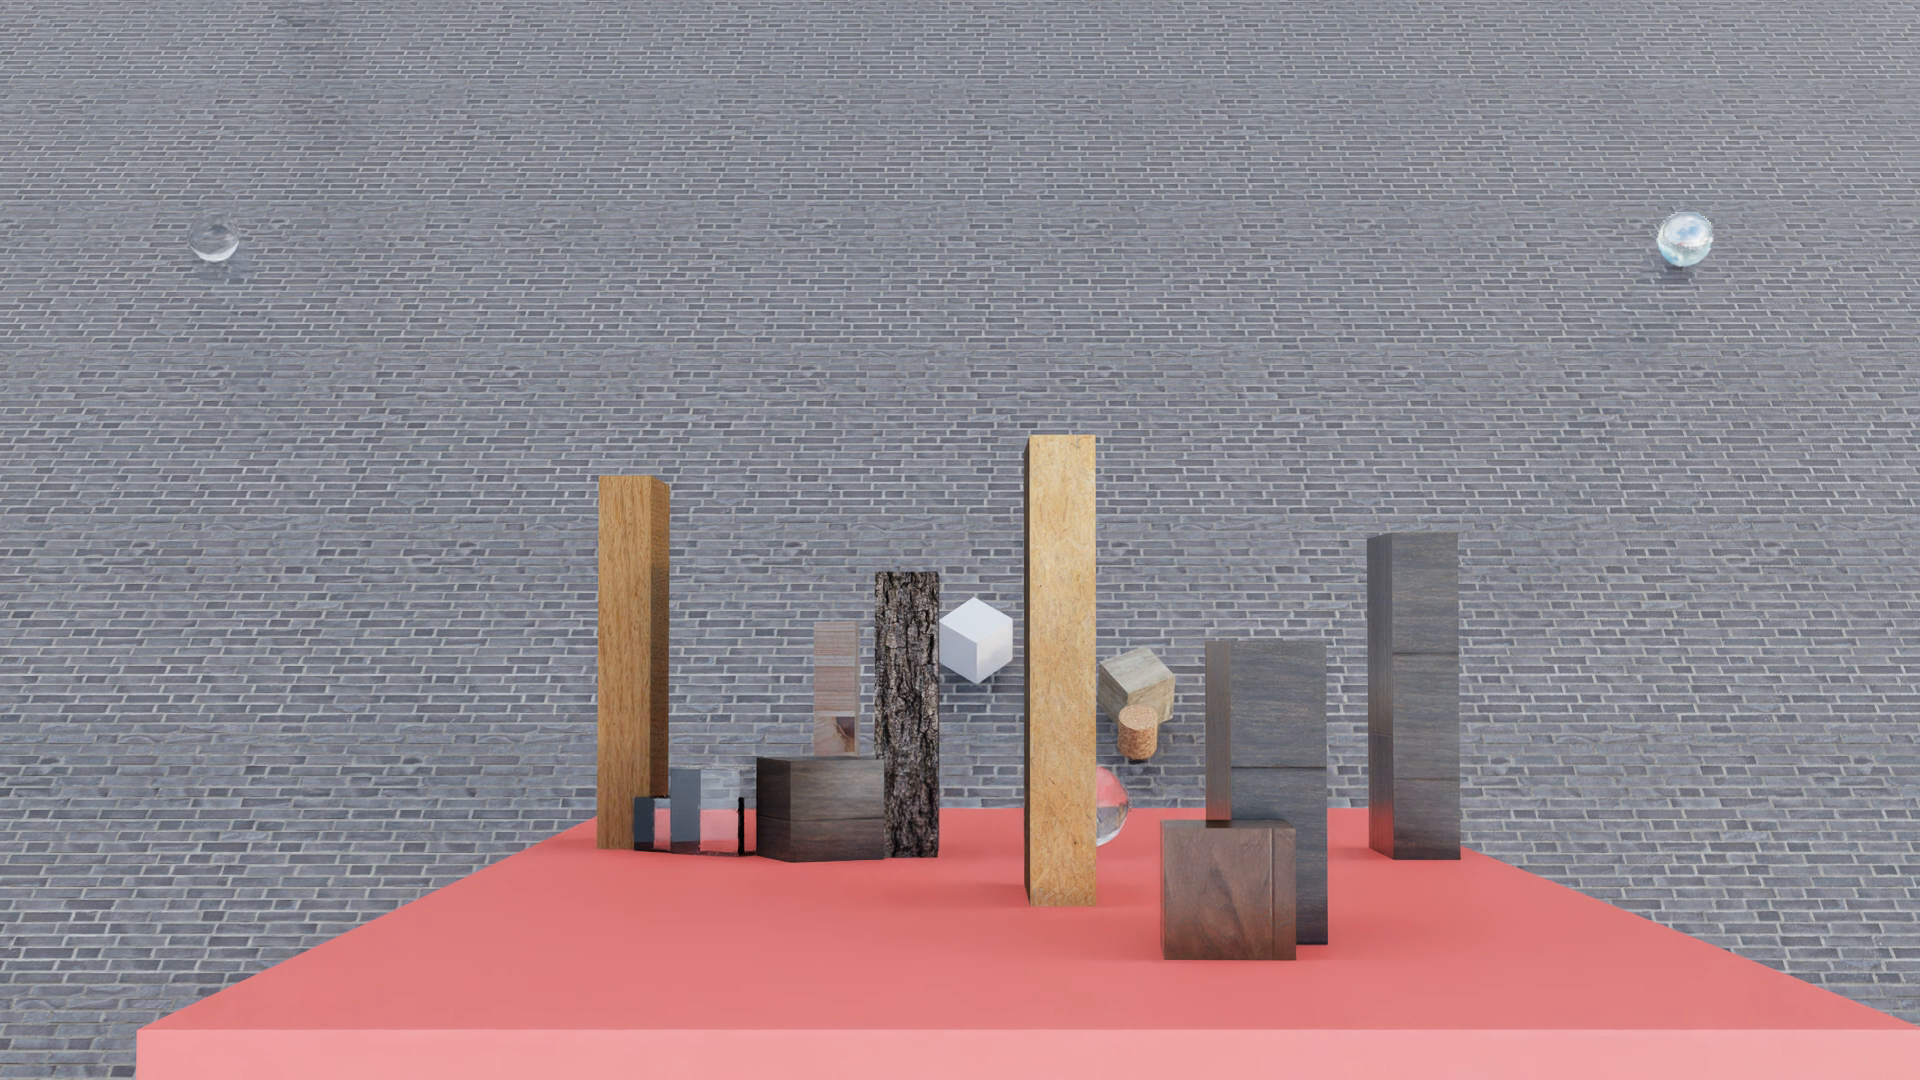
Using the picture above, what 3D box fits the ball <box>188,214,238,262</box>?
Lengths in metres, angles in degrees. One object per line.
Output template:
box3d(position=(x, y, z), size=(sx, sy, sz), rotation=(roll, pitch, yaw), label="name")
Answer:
box3d(position=(-2.673, -1.083, 9.316), size=(0.172, 0.172, 0.172), rotation=(0, 36, 0), label="ball")

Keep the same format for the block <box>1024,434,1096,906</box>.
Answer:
box3d(position=(0.170, 0.223, 4.506), size=(0.109, 0.780, 0.403), rotation=(0, -2, 0), label="block")

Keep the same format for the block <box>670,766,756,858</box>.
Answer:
box3d(position=(-0.478, 0.562, 5.409), size=(0.176, 0.176, 0.176), rotation=(-2, -3, 33), label="block")

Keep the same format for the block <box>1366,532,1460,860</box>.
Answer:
box3d(position=(0.939, 0.320, 5.397), size=(0.134, 0.659, 0.321), rotation=(0, -2, 0), label="block")

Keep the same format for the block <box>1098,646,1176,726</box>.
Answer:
box3d(position=(0.494, 0.422, 7.296), size=(0.154, 0.154, 0.154), rotation=(-18, 40, -22), label="block")

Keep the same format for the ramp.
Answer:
box3d(position=(0.080, 0.680, 4.902), size=(2.000, 0.100, 4.000), rotation=(0, -2, 0), label="ramp")

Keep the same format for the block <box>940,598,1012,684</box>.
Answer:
box3d(position=(0.044, 0.289, 7.478), size=(0.151, 0.151, 0.151), rotation=(29, 45, 33), label="block")

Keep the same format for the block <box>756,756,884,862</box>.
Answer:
box3d(position=(-0.285, 0.545, 5.289), size=(0.201, 0.201, 0.201), rotation=(1, -3, -24), label="block")

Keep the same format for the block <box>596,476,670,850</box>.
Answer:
box3d(position=(-0.712, 0.266, 5.690), size=(0.111, 0.792, 0.353), rotation=(0, -2, 0), label="block")

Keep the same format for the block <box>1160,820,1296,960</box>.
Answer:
box3d(position=(0.373, 0.488, 3.643), size=(0.180, 0.180, 0.180), rotation=(0, -2, 3), label="block")

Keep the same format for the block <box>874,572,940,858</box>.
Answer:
box3d(position=(-0.110, 0.362, 5.481), size=(0.129, 0.581, 0.370), rotation=(0, -2, 0), label="block")

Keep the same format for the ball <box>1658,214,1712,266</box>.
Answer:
box3d(position=(2.588, -1.071, 9.287), size=(0.188, 0.188, 0.188), rotation=(0, 36, 0), label="ball")

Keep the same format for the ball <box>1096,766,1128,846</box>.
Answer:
box3d(position=(0.270, 0.567, 5.544), size=(0.178, 0.178, 0.178), rotation=(0, 36, 0), label="ball")

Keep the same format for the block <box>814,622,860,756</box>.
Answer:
box3d(position=(-0.291, 0.438, 6.176), size=(0.095, 0.487, 0.303), rotation=(0, -2, 0), label="block")

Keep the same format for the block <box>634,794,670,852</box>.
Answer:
box3d(position=(-0.607, 0.597, 5.473), size=(0.112, 0.112, 0.112), rotation=(-2, -3, 33), label="block")

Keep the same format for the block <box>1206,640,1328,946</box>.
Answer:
box3d(position=(0.459, 0.371, 3.931), size=(0.138, 0.437, 0.384), rotation=(0, -2, 0), label="block")

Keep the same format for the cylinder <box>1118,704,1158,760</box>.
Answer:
box3d(position=(0.491, 0.530, 7.188), size=(0.108, 0.108, 0.108), rotation=(0, 36, 0), label="cylinder")
